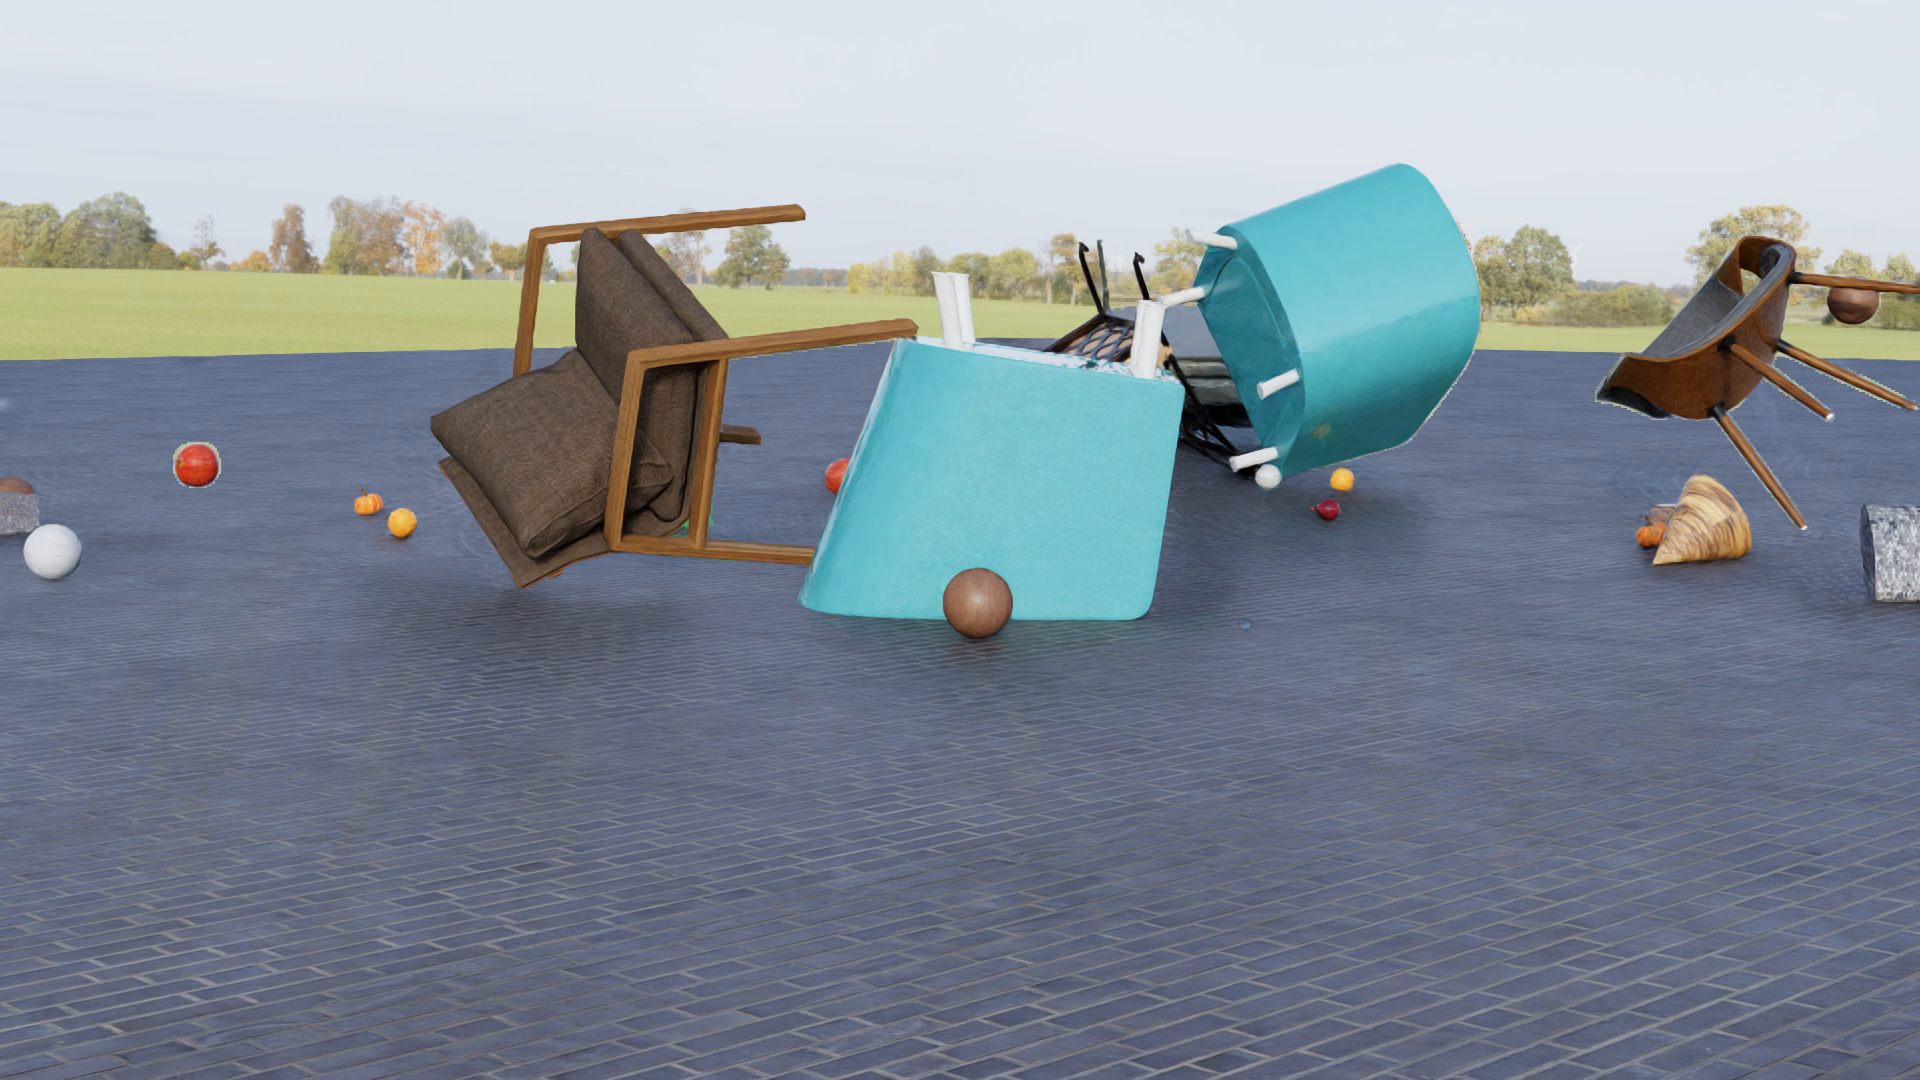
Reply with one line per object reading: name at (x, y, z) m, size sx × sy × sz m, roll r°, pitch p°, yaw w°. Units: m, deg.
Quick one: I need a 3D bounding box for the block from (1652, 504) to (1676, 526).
block at (1.918, -0.065, 6.768) m, size 0.157 × 0.054 × 0.103 m, roll -4°, pitch 5°, yaw -32°

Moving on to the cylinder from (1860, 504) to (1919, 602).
cylinder at (1.942, 0.027, 5.238) m, size 0.167 × 0.115 × 0.246 m, roll 1°, pitch 49°, yaw 10°

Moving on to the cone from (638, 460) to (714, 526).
cone at (-0.759, -0.130, 6.843) m, size 0.198 × 0.170 × 0.213 m, roll -6°, pitch 8°, yaw -44°

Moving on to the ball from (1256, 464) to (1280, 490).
ball at (0.897, -0.183, 7.467) m, size 0.074 × 0.074 × 0.074 m, roll 0°, pitch 6°, yaw 0°

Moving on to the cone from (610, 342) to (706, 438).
cone at (-0.767, -0.419, 6.348) m, size 0.196 × 0.294 × 0.195 m, roll 30°, pitch 18°, yaw -34°

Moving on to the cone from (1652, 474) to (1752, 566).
cone at (1.668, 0.001, 5.904) m, size 0.250 × 0.224 × 0.160 m, roll -31°, pitch 2°, yaw -29°

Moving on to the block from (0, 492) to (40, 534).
block at (-2.482, -0.068, 6.611) m, size 0.131 × 0.094 × 0.158 m, roll 4°, pitch 7°, yaw 32°

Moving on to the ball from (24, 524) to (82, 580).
ball at (-1.970, 0.026, 5.574) m, size 0.121 × 0.121 × 0.121 m, roll 0°, pitch 6°, yaw 0°
